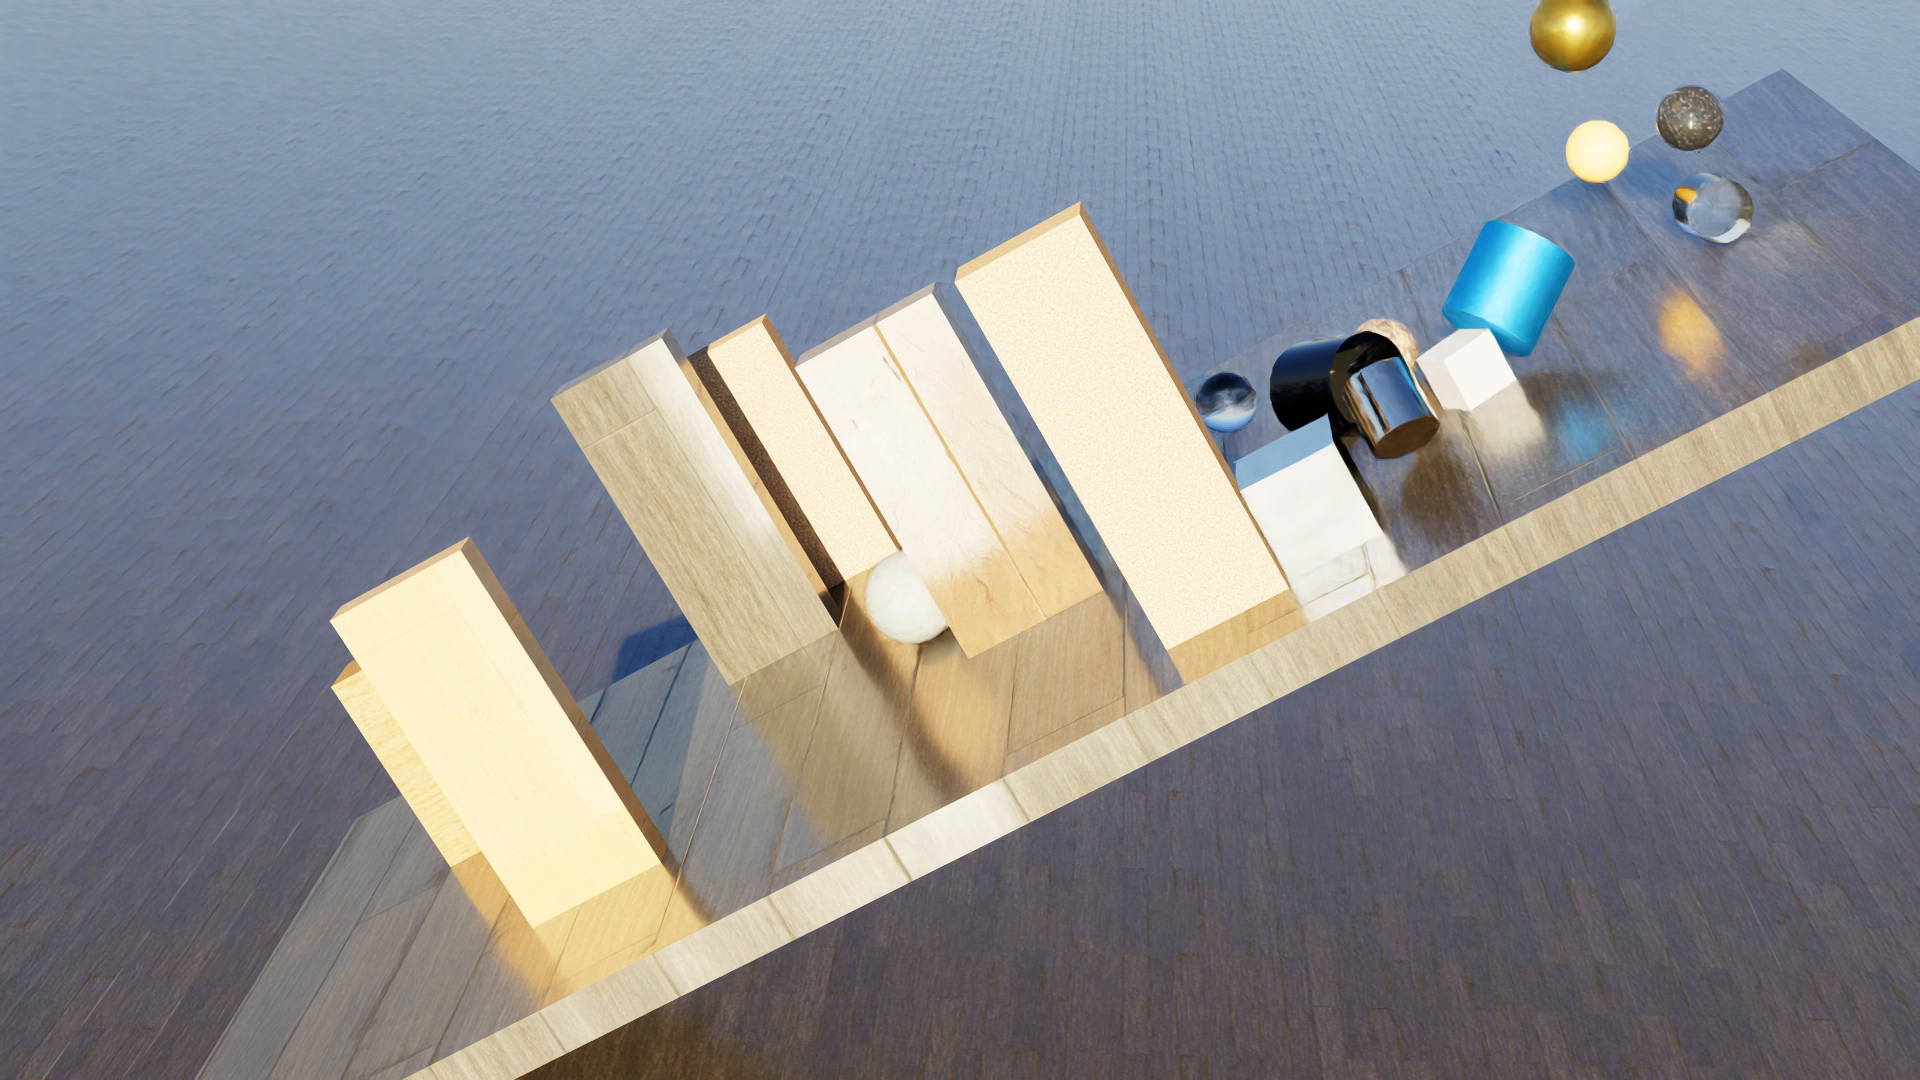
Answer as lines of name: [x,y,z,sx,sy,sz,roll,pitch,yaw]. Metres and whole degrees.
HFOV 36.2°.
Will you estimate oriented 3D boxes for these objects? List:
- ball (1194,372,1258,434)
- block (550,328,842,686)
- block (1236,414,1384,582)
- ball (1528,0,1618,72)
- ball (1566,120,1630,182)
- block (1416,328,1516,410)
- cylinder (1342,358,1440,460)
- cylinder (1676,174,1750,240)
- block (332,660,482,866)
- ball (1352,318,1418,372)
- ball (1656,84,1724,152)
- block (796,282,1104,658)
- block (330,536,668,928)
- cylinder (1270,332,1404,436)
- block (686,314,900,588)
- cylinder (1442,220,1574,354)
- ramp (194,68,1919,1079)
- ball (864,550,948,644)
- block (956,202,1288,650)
ball: [0.589,-0.305,6.508,0.137,0.137,0.137,0,18,0]
block: [-0.602,-0.073,6.784,0.297,0.789,0.103,-28,15,11]
block: [0.651,-0.081,5.501,0.197,0.197,0.197,-28,15,12]
ball: [1.152,-0.961,5.531,0.163,0.163,0.163,0,18,0]
ball: [1.335,-0.814,6.161,0.131,0.131,0.131,0,18,0]
block: [1.004,-0.339,5.836,0.116,0.116,0.116,-34,15,-13]
cylinder: [0.829,-0.253,5.671,0.141,0.141,0.141,-10,61,-28]
cylinder: [1.509,-0.666,5.897,0.127,0.127,0.127,1,4,4]
block: [-1.115,0.427,6.701,0.393,0.501,0.147,-28,15,11]
ball: [0.886,-0.391,6.175,0.152,0.152,0.152,0,18,0]
ball: [1.411,-0.816,5.687,0.129,0.129,0.129,0,18,0]
block: [-0.016,-0.137,5.993,0.316,0.707,0.102,-28,15,11]
block: [-0.922,0.392,5.914,0.308,0.756,0.088,-28,15,11]
cylinder: [0.777,-0.315,6.029,0.204,0.204,0.204,-11,3,-31]
block: [-0.479,-0.167,7.131,0.395,0.653,0.090,-28,15,11]
cylinder: [1.085,-0.498,5.821,0.195,0.195,0.195,27,-4,2]
ramp: [0.142,0.167,6.283,4.000,0.100,2.000,-28,15,11]
ball: [-0.103,0.121,6.316,0.203,0.203,0.203,0,18,0]
block: [0.301,-0.204,5.398,0.255,0.799,0.116,-28,15,11]
